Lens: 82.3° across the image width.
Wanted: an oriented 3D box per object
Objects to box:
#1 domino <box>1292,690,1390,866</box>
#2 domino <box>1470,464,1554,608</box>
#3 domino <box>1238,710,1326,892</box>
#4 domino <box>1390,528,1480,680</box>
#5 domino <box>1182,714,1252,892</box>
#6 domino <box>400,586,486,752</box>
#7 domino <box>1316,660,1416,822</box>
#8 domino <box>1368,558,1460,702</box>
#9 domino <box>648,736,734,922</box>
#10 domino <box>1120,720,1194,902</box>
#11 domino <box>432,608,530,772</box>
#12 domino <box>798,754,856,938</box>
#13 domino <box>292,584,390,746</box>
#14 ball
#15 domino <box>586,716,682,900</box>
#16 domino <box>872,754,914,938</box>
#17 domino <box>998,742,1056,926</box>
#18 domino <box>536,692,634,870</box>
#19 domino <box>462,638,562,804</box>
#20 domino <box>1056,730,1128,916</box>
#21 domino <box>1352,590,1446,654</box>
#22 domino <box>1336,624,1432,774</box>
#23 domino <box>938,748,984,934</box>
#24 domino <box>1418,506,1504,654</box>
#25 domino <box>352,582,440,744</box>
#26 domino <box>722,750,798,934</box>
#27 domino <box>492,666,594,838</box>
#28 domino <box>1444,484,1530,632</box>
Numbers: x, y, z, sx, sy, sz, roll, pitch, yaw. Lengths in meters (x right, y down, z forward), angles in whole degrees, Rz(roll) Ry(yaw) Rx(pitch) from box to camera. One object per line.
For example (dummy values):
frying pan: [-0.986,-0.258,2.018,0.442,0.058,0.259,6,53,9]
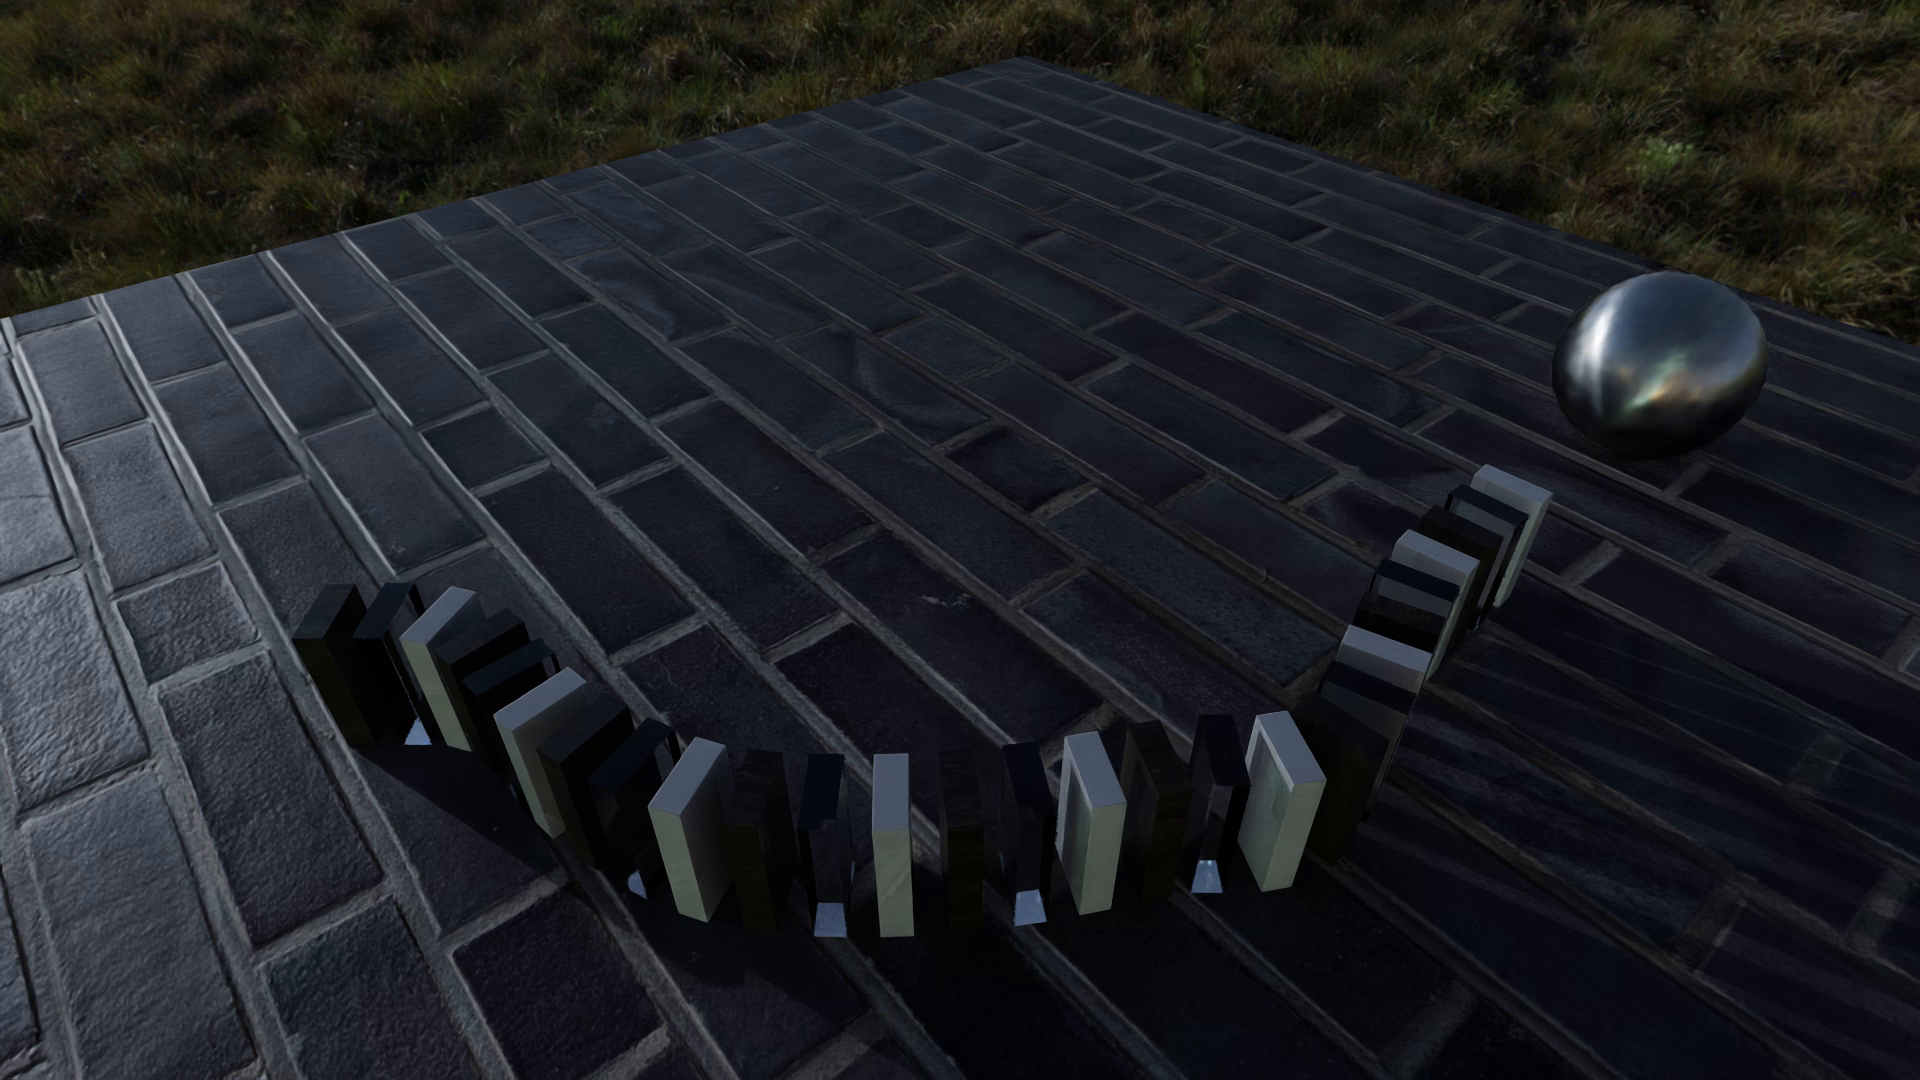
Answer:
domino: [0.107,0.071,0.325,0.009,0.050,0.025,-30,48,-31]
domino: [0.200,-0.001,0.413,0.009,0.050,0.025,-31,49,-32]
domino: [0.091,0.076,0.318,0.009,0.050,0.025,-7,40,-9]
domino: [0.160,0.023,0.383,0.025,0.050,0.009,30,48,31]
domino: [0.073,0.077,0.318,0.009,0.050,0.025,0,39,0]
domino: [-0.163,0.043,0.359,0.010,0.050,0.025,11,41,13]
domino: [0.119,0.062,0.336,0.025,0.050,0.010,24,45,26]
domino: [0.148,0.032,0.372,0.025,0.050,0.009,24,45,26]
domino: [-0.073,0.082,0.311,0.010,0.050,0.025,12,41,15]
domino: [0.054,0.078,0.316,0.010,0.050,0.025,-8,40,-10]
domino: [-0.147,0.049,0.352,0.009,0.050,0.025,28,47,30]
domino: [-0.037,0.086,0.307,0.010,0.050,0.025,1,39,1]
domino: [-0.200,0.041,0.361,0.009,0.050,0.025,-1,39,-1]
ball: [0.304,-0.076,0.481,0.080,0.080,0.080,0,39,0]
domino: [-0.090,0.078,0.317,0.009,0.050,0.025,19,43,21]
domino: [-0.018,0.086,0.307,0.010,0.050,0.025,-1,39,-2]
domino: [0.018,0.083,0.310,0.009,0.050,0.025,-6,40,-7]
domino: [-0.106,0.072,0.324,0.010,0.050,0.025,23,44,25]
domino: [-0.134,0.057,0.342,0.025,0.050,0.009,-32,49,-33]
domino: [0.036,0.081,0.313,0.009,0.050,0.025,-8,40,-10]
domino: [0.138,0.042,0.360,0.025,0.050,0.009,21,44,24]
domino: [0.129,0.052,0.348,0.025,0.050,0.009,21,44,24]
domino: [0.000,0.085,0.308,0.009,0.050,0.025,-4,40,-5]
domino: [0.173,0.015,0.393,0.010,0.050,0.025,-31,49,-32]
domino: [-0.181,0.041,0.361,0.010,0.050,0.025,0,39,1]
domino: [-0.055,0.085,0.308,0.009,0.050,0.025,5,40,6]
domino: [-0.121,0.065,0.332,0.009,0.050,0.025,28,47,30]
domino: [0.186,0.007,0.403,0.010,0.050,0.025,-30,48,-31]
